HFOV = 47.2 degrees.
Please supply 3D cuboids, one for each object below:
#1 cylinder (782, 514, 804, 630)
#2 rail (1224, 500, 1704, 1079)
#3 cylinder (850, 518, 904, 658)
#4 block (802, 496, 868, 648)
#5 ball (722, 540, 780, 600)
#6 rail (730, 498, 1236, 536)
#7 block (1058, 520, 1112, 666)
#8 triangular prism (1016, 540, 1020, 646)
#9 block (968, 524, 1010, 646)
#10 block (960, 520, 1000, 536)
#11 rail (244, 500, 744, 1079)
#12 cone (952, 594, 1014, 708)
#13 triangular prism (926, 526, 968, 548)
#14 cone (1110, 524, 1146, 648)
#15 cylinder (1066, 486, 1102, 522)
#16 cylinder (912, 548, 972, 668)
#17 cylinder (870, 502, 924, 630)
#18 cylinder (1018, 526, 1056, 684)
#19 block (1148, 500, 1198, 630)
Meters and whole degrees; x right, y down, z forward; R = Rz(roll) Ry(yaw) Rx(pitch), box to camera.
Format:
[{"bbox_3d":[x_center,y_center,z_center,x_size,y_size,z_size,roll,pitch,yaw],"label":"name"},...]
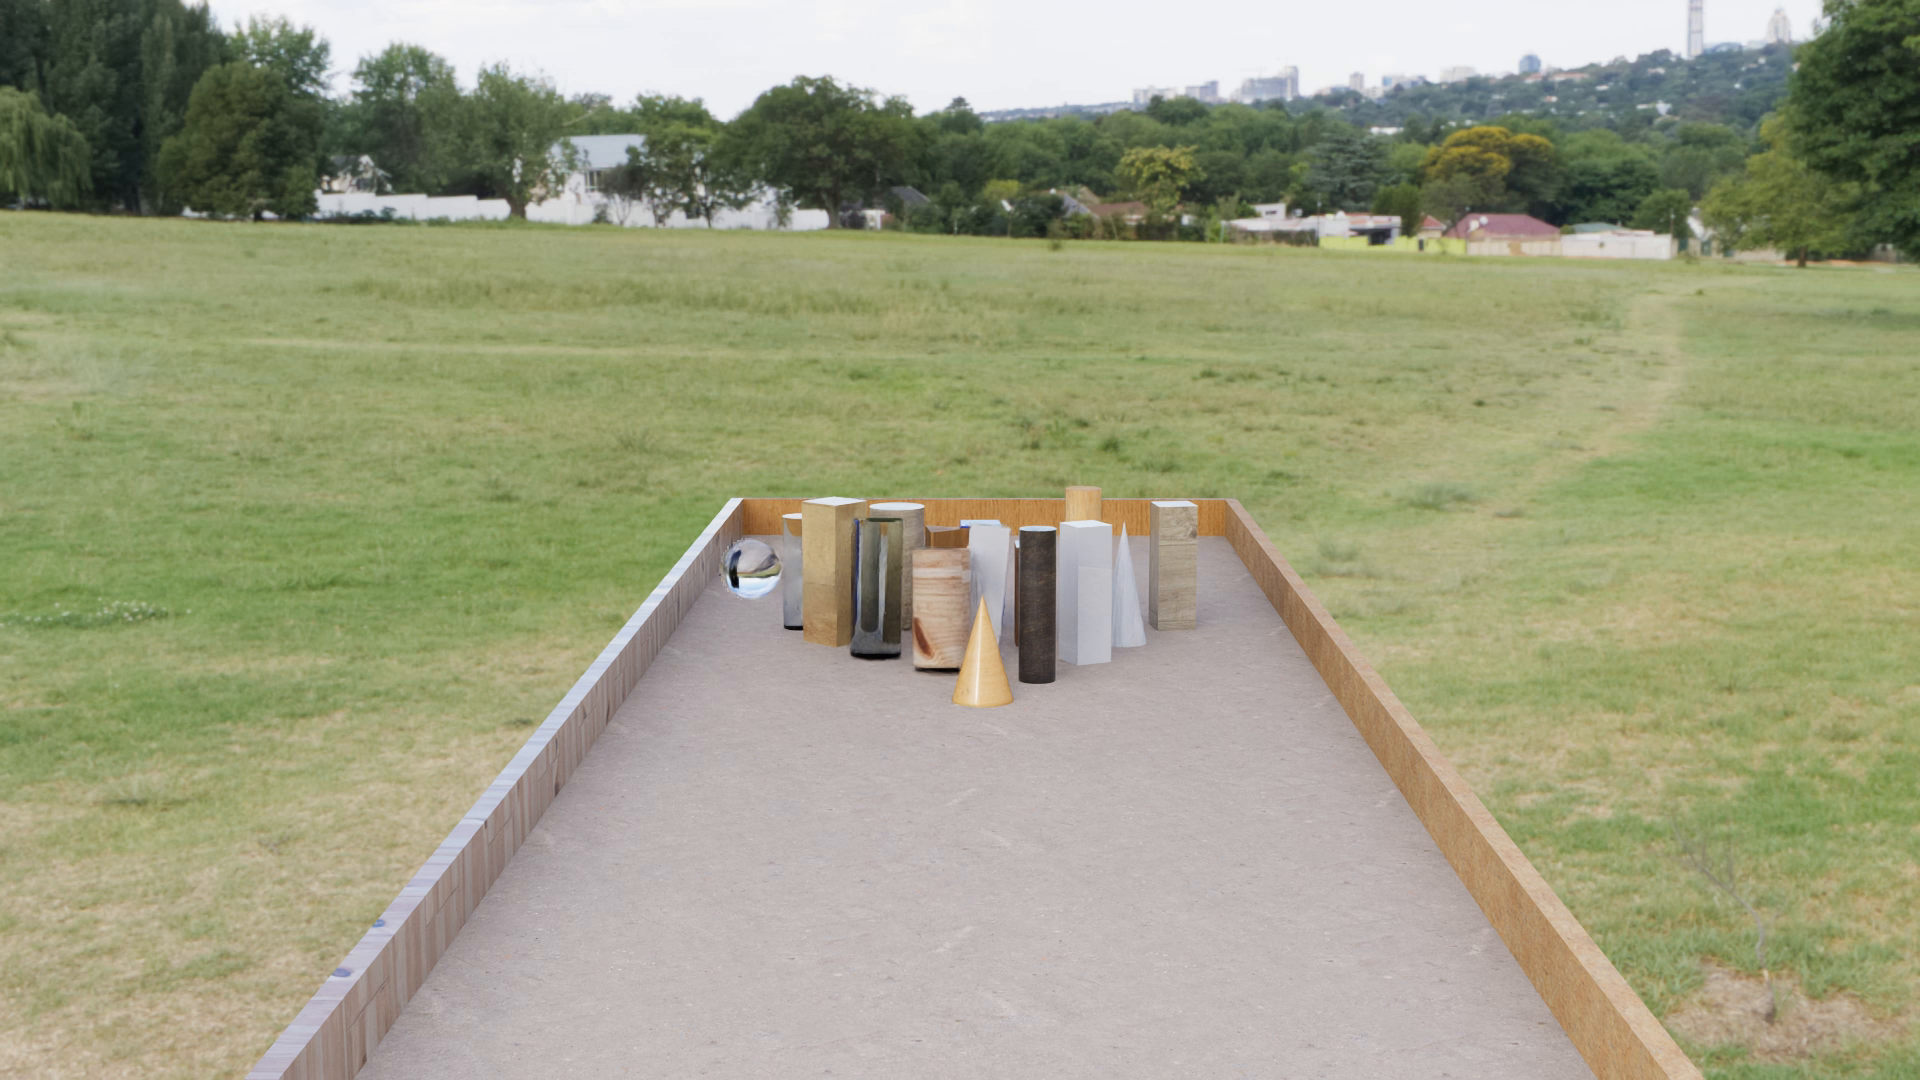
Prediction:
[{"bbox_3d":[-0.519,0.104,7.177,0.116,0.368,0.116,0,9,0],"label":"cylinder"},{"bbox_3d":[1.046,0.843,3.208,0.050,0.150,12.000,0,9,1],"label":"rail"},{"bbox_3d":[-0.255,0.145,6.730,0.157,0.417,0.157,1,5,0],"label":"cylinder"},{"bbox_3d":[-0.395,0.099,6.955,0.146,0.448,0.146,8,12,40],"label":"block"},{"bbox_3d":[-0.643,0.091,6.771,0.182,0.182,0.182,0,9,0],"label":"ball"},{"bbox_3d":[0.099,-0.098,9.147,2.100,0.150,0.050,0,9,1],"label":"rail"},{"bbox_3d":[0.380,0.158,6.668,0.116,0.420,0.116,-4,10,-26],"label":"block"},{"bbox_3d":[0.207,0.165,6.958,0.135,0.316,0.117,-5,10,-31],"label":"triangular prism"},{"bbox_3d":[0.073,0.155,6.692,0.120,0.399,0.120,5,2,-1],"label":"block"},{"bbox_3d":[0.066,0.114,7.184,0.129,0.345,0.129,0,9,-2],"label":"block"},{"bbox_3d":[-1.004,0.839,3.234,0.050,0.150,12.000,0,9,1],"label":"rail"},{"bbox_3d":[0.063,0.299,6.148,0.175,0.305,0.175,0,9,0],"label":"cone"},{"bbox_3d":[-0.069,0.142,6.951,0.143,0.365,0.124,-7,11,-38],"label":"triangular prism"},{"bbox_3d":[0.516,0.132,6.934,0.149,0.389,0.149,0,9,0],"label":"cone"},{"bbox_3d":[0.401,0.058,7.183,0.118,0.457,0.118,0,9,0],"label":"cylinder"},{"bbox_3d":[-0.055,0.201,6.561,0.176,0.350,0.176,-1,1,0],"label":"cylinder"},{"bbox_3d":[-0.205,0.086,7.201,0.180,0.396,0.180,0,9,0],"label":"cylinder"},{"bbox_3d":[0.225,0.188,6.393,0.109,0.448,0.109,0,9,0],"label":"cylinder"},{"bbox_3d":[0.695,0.083,7.184,0.127,0.407,0.127,-1,9,-9],"label":"block"}]
